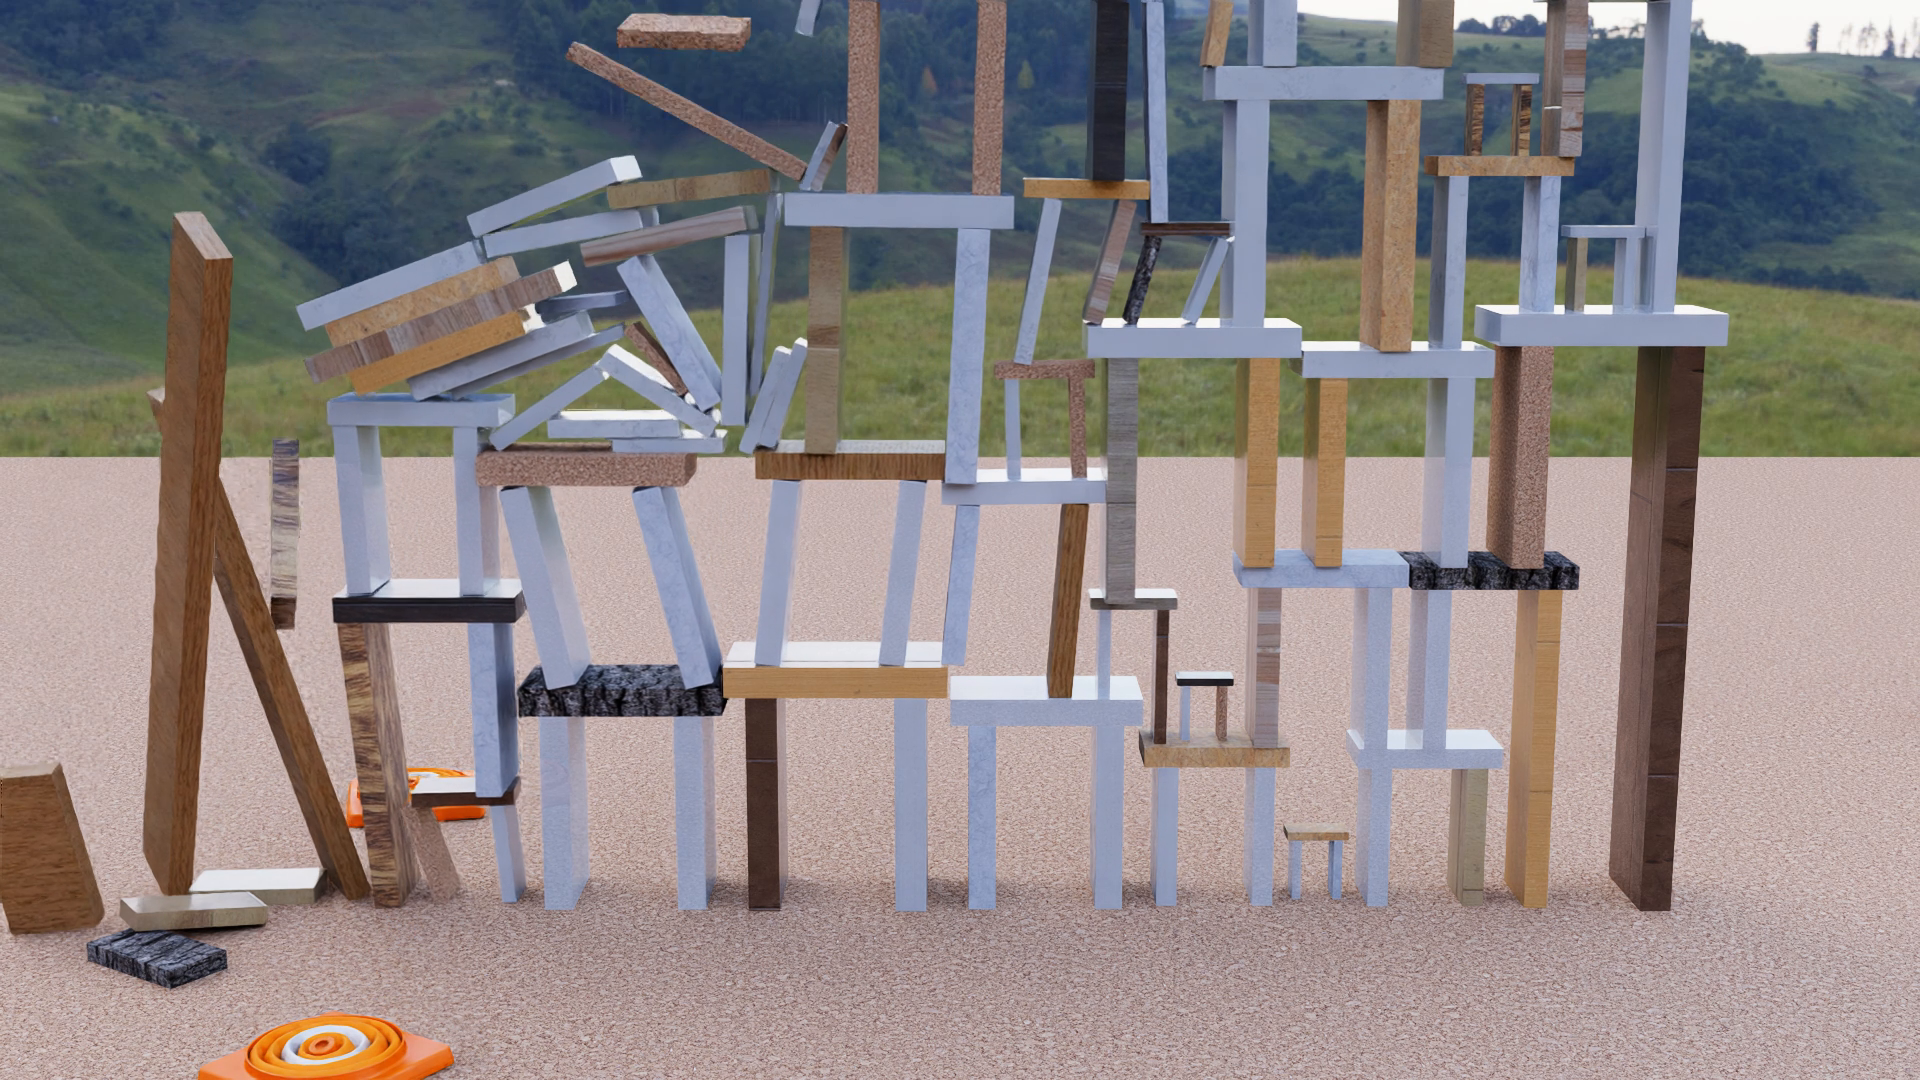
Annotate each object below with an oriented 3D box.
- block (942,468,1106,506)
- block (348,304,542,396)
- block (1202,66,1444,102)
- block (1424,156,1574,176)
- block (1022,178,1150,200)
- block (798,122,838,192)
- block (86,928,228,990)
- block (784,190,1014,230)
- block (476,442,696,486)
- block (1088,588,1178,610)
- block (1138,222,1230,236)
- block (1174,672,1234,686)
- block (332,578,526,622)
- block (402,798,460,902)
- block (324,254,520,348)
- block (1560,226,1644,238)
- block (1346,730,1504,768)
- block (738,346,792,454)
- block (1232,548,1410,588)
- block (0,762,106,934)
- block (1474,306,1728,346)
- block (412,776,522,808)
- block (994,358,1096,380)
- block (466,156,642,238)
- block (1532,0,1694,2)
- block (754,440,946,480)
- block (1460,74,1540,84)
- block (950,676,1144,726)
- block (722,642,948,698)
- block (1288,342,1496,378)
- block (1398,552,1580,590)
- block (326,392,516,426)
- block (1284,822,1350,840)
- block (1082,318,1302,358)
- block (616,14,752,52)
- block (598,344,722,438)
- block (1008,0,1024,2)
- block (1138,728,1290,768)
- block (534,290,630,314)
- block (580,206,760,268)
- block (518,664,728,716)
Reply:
[{"bbox_3d":[0.100,-0.087,3.541,0.260,0.037,0.130,-1,11,0],"label":"block"},{"bbox_3d":[-0.812,-0.304,3.482,0.284,0.040,0.142,-20,11,4],"label":"block"},{"bbox_3d":[0.562,-0.711,3.429,0.346,0.049,0.173,0,11,0],"label":"block"},{"bbox_3d":[0.846,-0.588,3.455,0.211,0.030,0.105,0,11,0],"label":"block"},{"bbox_3d":[0.197,-0.553,3.459,0.195,0.028,0.098,1,11,-1],"label":"block"},{"bbox_3d":[-0.222,-0.602,3.454,0.016,0.112,0.056,26,10,-4],"label":"block"},{"bbox_3d":[-1.225,0.634,3.354,0.203,0.029,0.101,7,13,34],"label":"block"},{"bbox_3d":[-0.093,-0.521,3.461,0.352,0.050,0.176,1,11,0],"label":"block"},{"bbox_3d":[-0.597,-0.122,3.533,0.328,0.046,0.164,0,11,0],"label":"block"},{"bbox_3d":[0.280,0.096,3.573,0.139,0.020,0.070,0,11,0],"label":"block"},{"bbox_3d":[0.353,-0.491,3.465,0.139,0.020,0.069,0,11,0],"label":"block"},{"bbox_3d":[0.400,0.228,3.606,0.092,0.013,0.046,0,11,0],"label":"block"},{"bbox_3d":[-0.854,0.098,3.572,0.290,0.041,0.145,0,11,-1],"label":"block"},{"bbox_3d":[-0.878,0.509,3.650,0.023,0.166,0.083,-17,10,3],"label":"block"},{"bbox_3d":[-0.850,-0.379,3.487,0.286,0.041,0.143,-20,11,3],"label":"block"},{"bbox_3d":[1.013,-0.487,3.469,0.115,0.016,0.058,0,11,0],"label":"block"},{"bbox_3d":[0.763,0.344,3.621,0.234,0.033,0.117,0,11,0],"label":"block"},{"bbox_3d":[-0.310,-0.224,3.526,0.024,0.172,0.086,21,8,-1],"label":"block"},{"bbox_3d":[0.583,0.045,3.570,0.266,0.038,0.133,0,11,0],"label":"block"},{"bbox_3d":[-1.447,0.484,3.443,0.138,0.275,0.039,-6,22,2],"label":"block"},{"bbox_3d":[1.016,-0.342,3.501,0.353,0.050,0.176,0,11,0],"label":"block"},{"bbox_3d":[-0.814,0.415,3.633,0.166,0.023,0.083,-1,11,-2],"label":"block"},{"bbox_3d":[0.134,-0.273,3.509,0.158,0.022,0.079,-1,11,0],"label":"block"},{"bbox_3d":[-0.641,-0.545,3.483,0.253,0.036,0.126,-19,9,13],"label":"block"},{"bbox_3d":[1.020,-0.851,3.400,0.237,0.034,0.118,0,11,0],"label":"block"},{"bbox_3d":[-0.173,-0.129,3.533,0.299,0.042,0.149,0,11,0],"label":"block"},{"bbox_3d":[0.841,-0.719,3.429,0.111,0.016,0.055,0,11,2],"label":"block"},{"bbox_3d":[0.139,0.264,3.611,0.310,0.044,0.155,0,11,0],"label":"block"},{"bbox_3d":[-0.199,0.212,3.603,0.358,0.051,0.179,0,11,0],"label":"block"},{"bbox_3d":[0.684,-0.288,3.504,0.300,0.042,0.150,0,11,0],"label":"block"},{"bbox_3d":[0.854,0.049,3.566,0.265,0.037,0.132,0,11,0],"label":"block"},{"bbox_3d":[-0.860,-0.209,3.523,0.269,0.038,0.135,1,10,0],"label":"block"},{"bbox_3d":[0.591,0.484,3.648,0.101,0.014,0.050,0,11,0],"label":"block"},{"bbox_3d":[0.365,-0.322,3.496,0.332,0.047,0.166,0,11,0],"label":"block"},{"bbox_3d":[-0.429,-0.791,3.425,0.192,0.027,0.096,3,28,5],"label":"block"},{"bbox_3d":[-0.478,-0.239,3.519,0.207,0.029,0.104,33,9,-8],"label":"block"},{"bbox_3d":[-0.049,-0.860,3.399,0.299,0.042,0.149,1,11,0],"label":"block"},{"bbox_3d":[0.417,0.342,3.622,0.236,0.033,0.118,0,11,0],"label":"block"},{"bbox_3d":[-0.603,-0.380,3.515,0.136,0.019,0.068,-5,11,13],"label":"block"},{"bbox_3d":[-0.459,-0.483,3.489,0.262,0.037,0.131,-12,8,5],"label":"block"},{"bbox_3d":[-0.547,0.246,3.609,0.326,0.046,0.163,0,11,0],"label":"block"}]
